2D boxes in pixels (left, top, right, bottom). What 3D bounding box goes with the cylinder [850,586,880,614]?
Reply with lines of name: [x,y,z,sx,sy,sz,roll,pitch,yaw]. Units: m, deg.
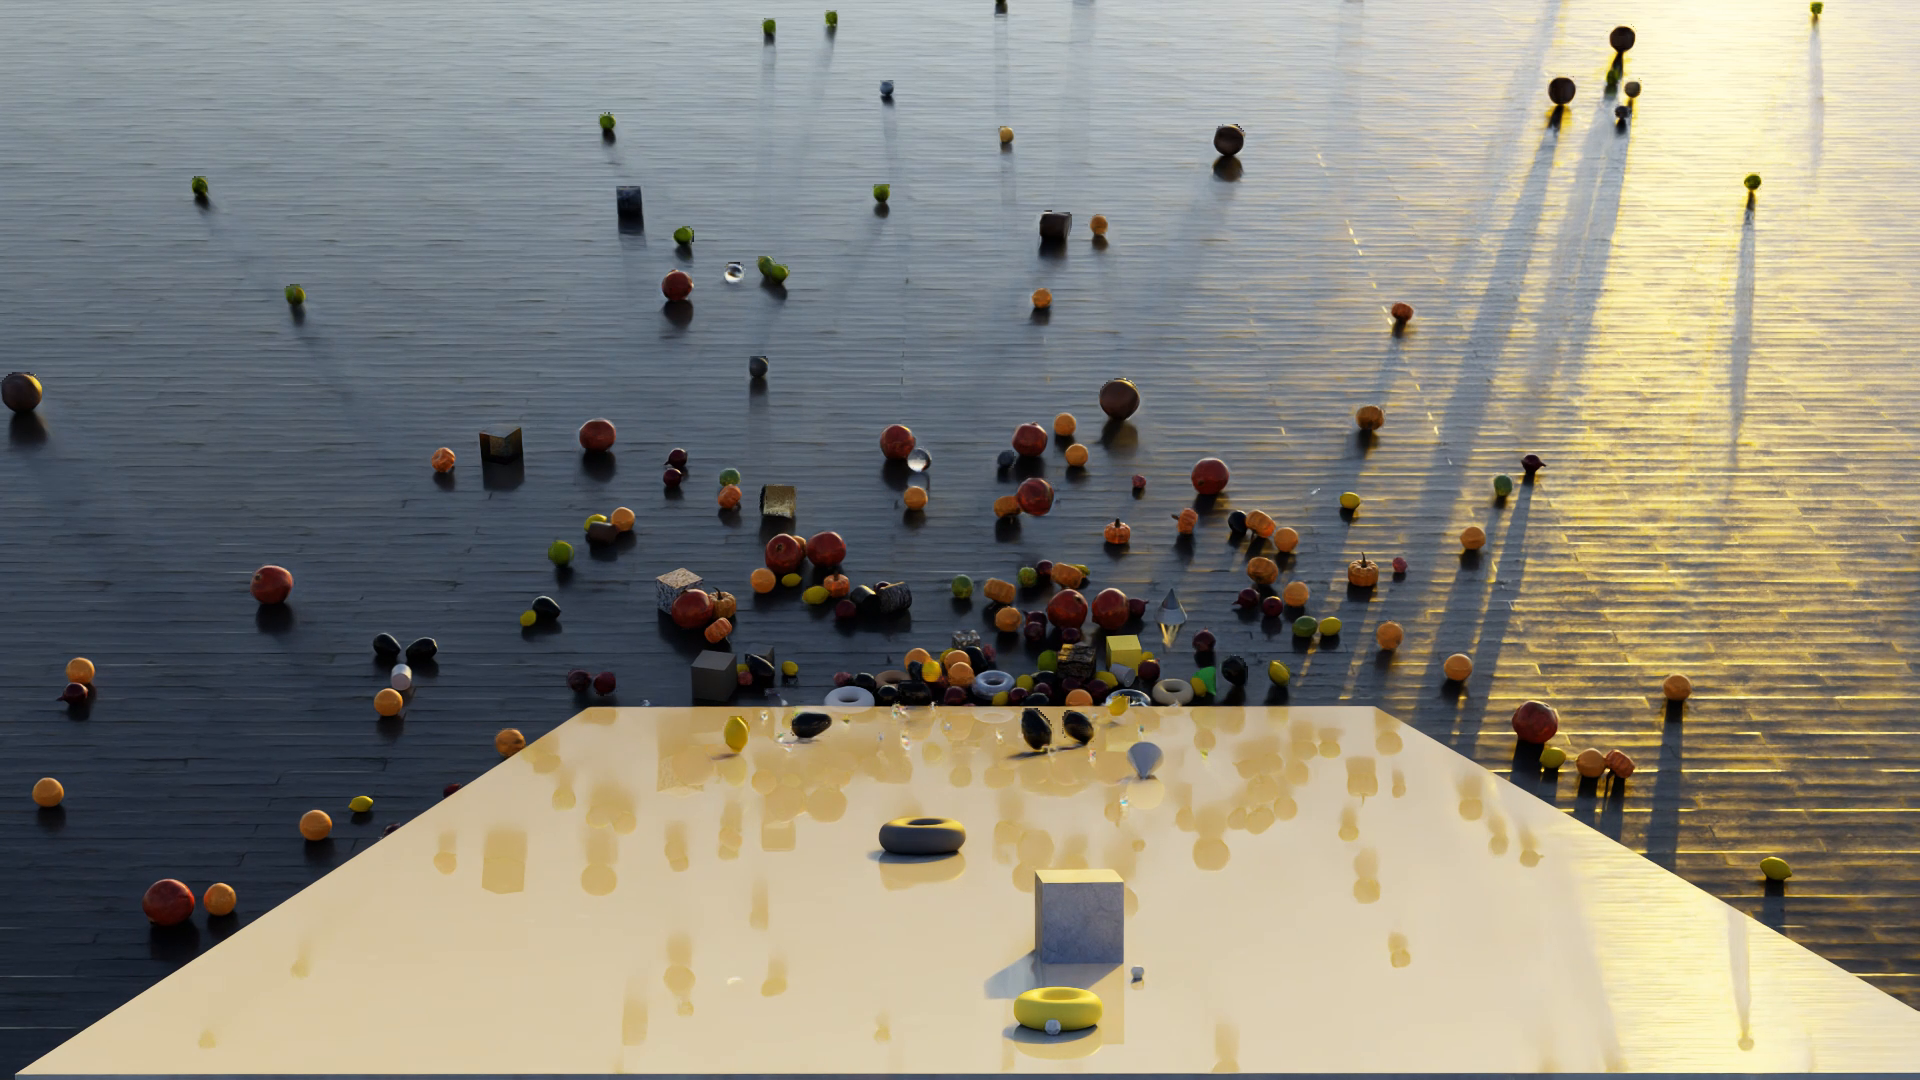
cylinder: [-0.265,0.169,7.233,0.063,0.063,0.063,-15,29,-29]

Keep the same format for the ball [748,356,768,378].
ball: [-0.691,-0.591,8.809,0.070,0.070,0.070,0,26,0]

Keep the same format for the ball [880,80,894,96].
ball: [-0.339,-2.095,11.953,0.065,0.065,0.065,0,26,0]

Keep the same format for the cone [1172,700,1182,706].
cone: [0.534,0.472,6.623,0.096,0.096,0.096,-25,24,8]

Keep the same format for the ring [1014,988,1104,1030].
ring: [0.106,0.508,2.795,0.098,0.033,0.098,0,3,0]

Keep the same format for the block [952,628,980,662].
block: [0.017,0.286,6.989,0.063,0.063,0.063,-7,27,-14]

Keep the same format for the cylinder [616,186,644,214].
cylinder: [-1.334,-1.372,10.407,0.096,0.096,0.096,-11,27,-8]

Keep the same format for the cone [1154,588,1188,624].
cone: [0.589,0.173,7.188,0.094,0.094,0.094,0,26,0]

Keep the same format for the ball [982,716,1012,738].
ball: [0.083,0.432,5.825,0.072,0.072,0.072,0,26,0]

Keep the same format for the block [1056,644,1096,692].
block: [0.310,0.340,6.847,0.089,0.089,0.089,6,26,12]

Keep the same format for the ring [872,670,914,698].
ring: [-0.177,0.381,6.823,0.109,0.036,0.109,0,27,0]

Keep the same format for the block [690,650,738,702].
block: [-0.648,0.358,6.803,0.094,0.094,0.094,6,26,13]

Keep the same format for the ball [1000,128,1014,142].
ball: [0.203,-1.772,11.281,0.064,0.064,0.064,0,26,0]

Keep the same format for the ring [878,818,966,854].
ring: [-0.060,0.468,4.075,0.139,0.046,0.139,-1,2,0]

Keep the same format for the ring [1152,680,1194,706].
ring: [0.560,0.402,6.778,0.112,0.037,0.112,-1,26,1]

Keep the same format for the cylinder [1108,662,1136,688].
cylinder: [0.430,0.359,6.849,0.053,0.053,0.053,20,32,35]

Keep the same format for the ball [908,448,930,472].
ball: [-0.128,-0.250,8.095,0.074,0.074,0.074,0,26,0]

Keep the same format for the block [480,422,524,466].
block: [-1.456,-0.306,8.187,0.094,0.094,0.094,11,28,22]

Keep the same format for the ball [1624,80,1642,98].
ball: [3.104,-2.080,11.900,0.085,0.085,0.085,0,26,0]

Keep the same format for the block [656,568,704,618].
block: [-0.786,0.149,7.238,0.094,0.094,0.094,-22,33,-37]

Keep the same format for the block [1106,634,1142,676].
block: [0.438,0.311,6.915,0.081,0.081,0.081,-3,26,-6]

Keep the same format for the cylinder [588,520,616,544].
cylinder: [-1.058,-0.022,7.633,0.062,0.062,0.062,10,27,20]

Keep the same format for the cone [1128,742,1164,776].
cone: [0.361,0.447,5.060,0.075,0.075,0.075,4,23,8]

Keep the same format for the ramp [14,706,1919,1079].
ramp: [0.058,0.527,4.564,2.000,0.100,4.000,0,2,0]

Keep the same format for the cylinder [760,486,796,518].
cylinder: [-0.551,-0.117,7.798,0.090,0.090,0.090,4,26,8]

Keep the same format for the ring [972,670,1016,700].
ring: [0.089,0.384,6.810,0.121,0.040,0.121,-1,27,0]

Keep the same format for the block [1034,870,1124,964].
block: [0.147,0.464,3.184,0.099,0.099,0.099,0,2,-4]

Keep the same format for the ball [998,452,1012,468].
ball: [0.142,-0.253,8.127,0.050,0.050,0.050,0,26,0]

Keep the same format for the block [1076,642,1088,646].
block: [0.322,0.317,6.930,0.058,0.058,0.058,-18,31,-33]

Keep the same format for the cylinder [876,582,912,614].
cylinder: [-0.186,0.163,7.233,0.074,0.074,0.074,-15,30,-29]

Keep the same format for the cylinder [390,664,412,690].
cylinder: [-1.482,0.364,6.839,0.052,0.052,0.052,-4,26,-7]

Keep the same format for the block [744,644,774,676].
block: [-0.537,0.321,6.917,0.062,0.062,0.062,6,26,13]

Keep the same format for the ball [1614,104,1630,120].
ball: [2.977,-1.926,11.599,0.066,0.066,0.066,0,26,0]

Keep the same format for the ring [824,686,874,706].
ring: [-0.289,0.425,6.722,0.134,0.045,0.134,-1,25,1]

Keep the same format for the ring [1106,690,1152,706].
ring: [0.439,0.428,6.719,0.123,0.041,0.123,1,25,0]
